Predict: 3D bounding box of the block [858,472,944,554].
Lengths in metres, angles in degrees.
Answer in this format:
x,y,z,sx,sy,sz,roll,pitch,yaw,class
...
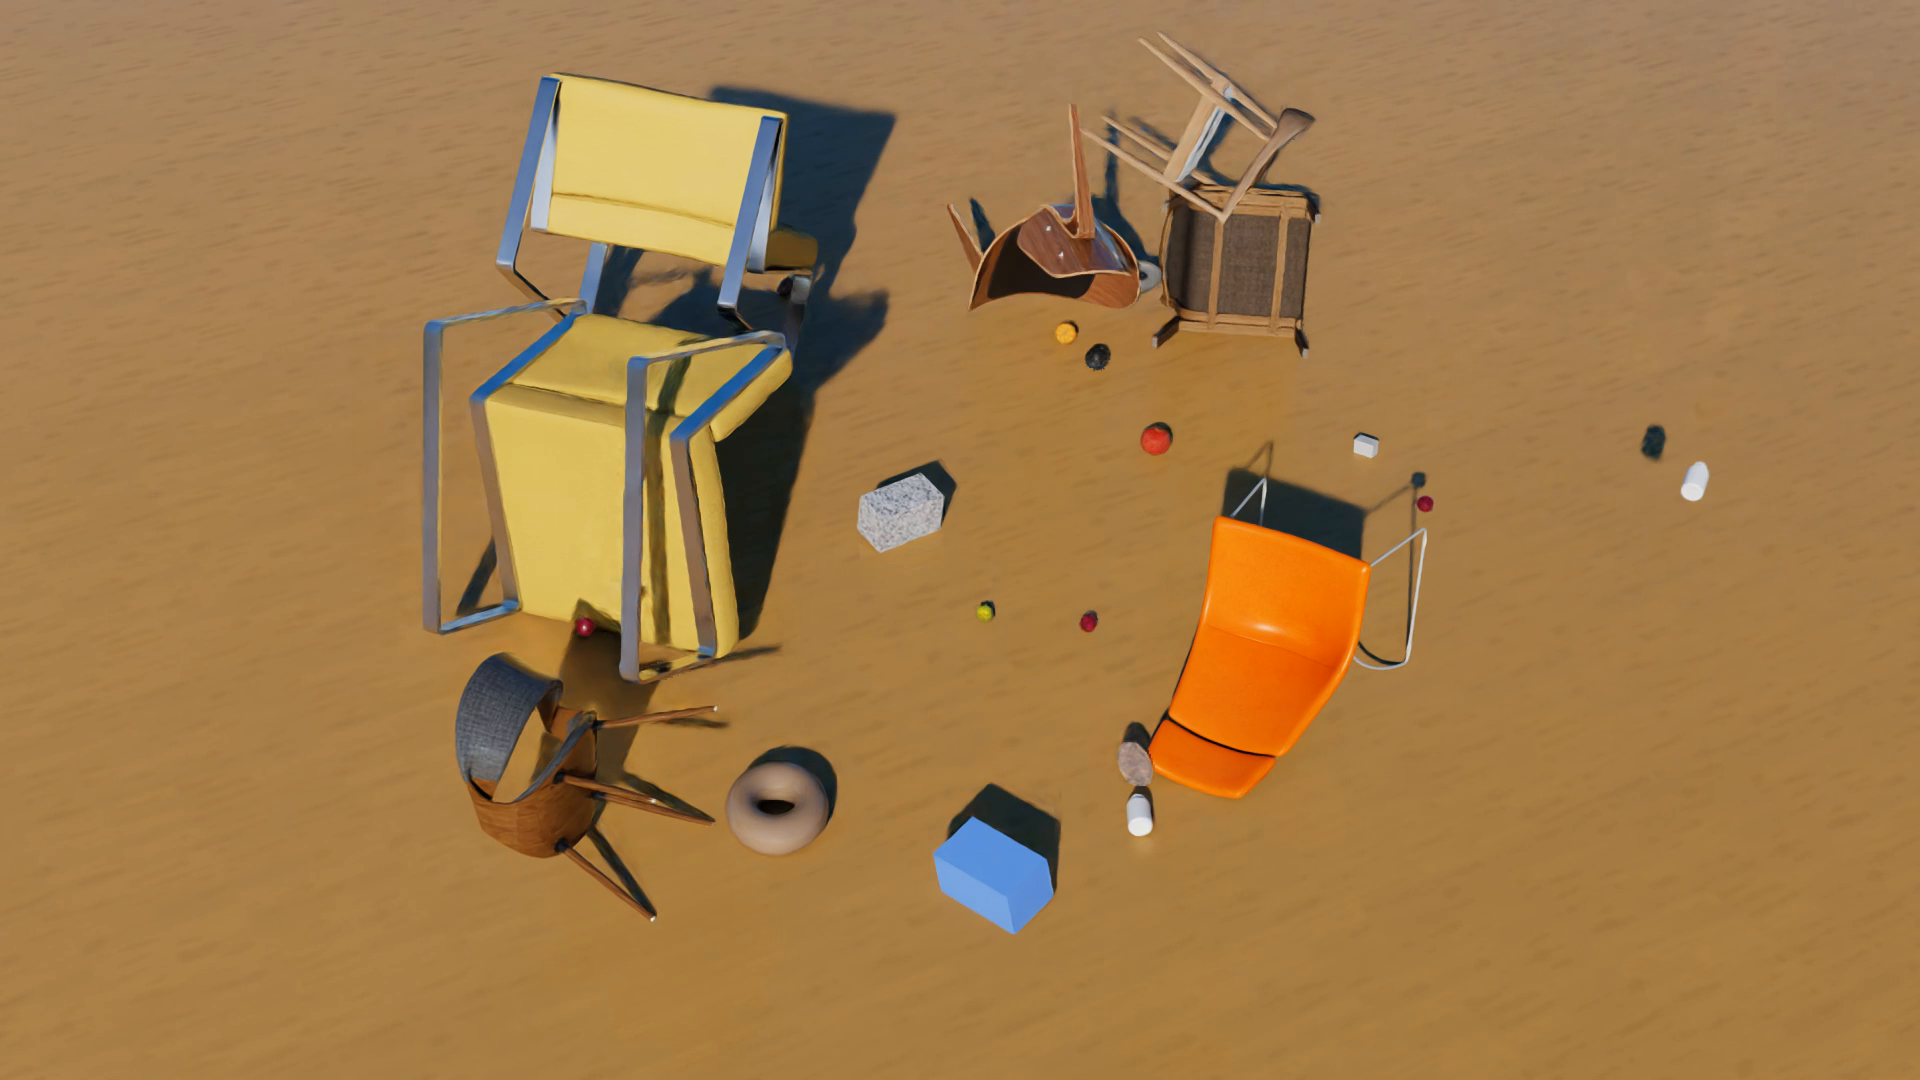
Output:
x,y,z,sx,sy,sz,roll,pitch,yaw,class
-0.221,-0.101,10.925,0.275,0.166,0.153,-22,49,-29,block

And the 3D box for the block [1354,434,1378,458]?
x,y,z,sx,sy,sz,roll,pitch,yaw,class
1.586,-0.365,11.448,0.082,0.056,0.046,22,39,29,block

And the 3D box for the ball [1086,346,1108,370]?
x,y,z,sx,sy,sz,roll,pitch,yaw,class
0.559,-0.743,11.986,0.095,0.095,0.095,0,33,0,ball

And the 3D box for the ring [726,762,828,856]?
x,y,z,sx,sy,sz,roll,pitch,yaw,class
-0.593,0.869,9.516,0.337,0.124,0.427,-4,33,-4,ring

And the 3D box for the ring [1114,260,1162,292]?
x,y,z,sx,sy,sz,roll,pitch,yaw,class
0.749,-1.108,12.309,0.204,0.158,0.039,-5,40,15,ring

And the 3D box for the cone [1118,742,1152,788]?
x,y,z,sx,sy,sz,roll,pitch,yaw,class
0.574,0.734,9.765,0.104,0.167,0.156,-25,7,-1,cone

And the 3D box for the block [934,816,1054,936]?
x,y,z,sx,sy,sz,roll,pitch,yaw,class
0.105,1.048,9.160,0.311,0.179,0.189,27,54,34,block
